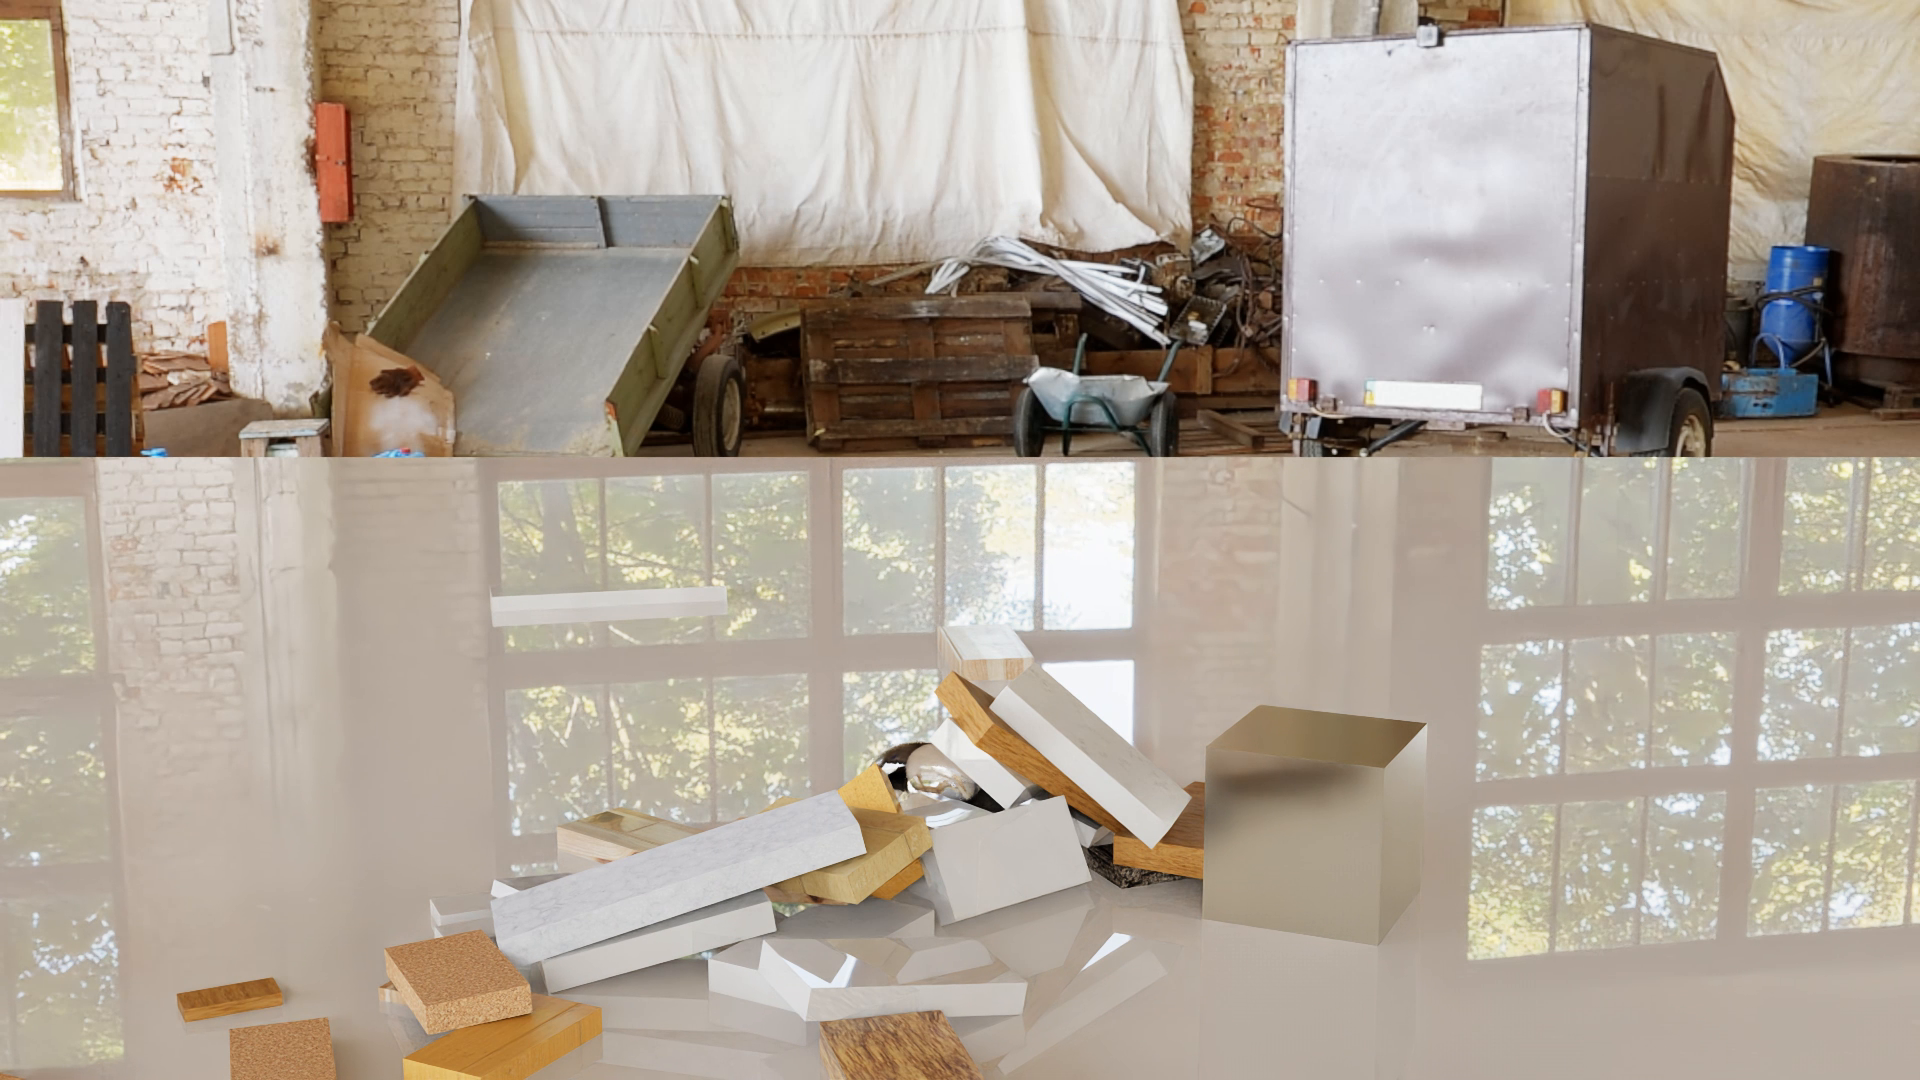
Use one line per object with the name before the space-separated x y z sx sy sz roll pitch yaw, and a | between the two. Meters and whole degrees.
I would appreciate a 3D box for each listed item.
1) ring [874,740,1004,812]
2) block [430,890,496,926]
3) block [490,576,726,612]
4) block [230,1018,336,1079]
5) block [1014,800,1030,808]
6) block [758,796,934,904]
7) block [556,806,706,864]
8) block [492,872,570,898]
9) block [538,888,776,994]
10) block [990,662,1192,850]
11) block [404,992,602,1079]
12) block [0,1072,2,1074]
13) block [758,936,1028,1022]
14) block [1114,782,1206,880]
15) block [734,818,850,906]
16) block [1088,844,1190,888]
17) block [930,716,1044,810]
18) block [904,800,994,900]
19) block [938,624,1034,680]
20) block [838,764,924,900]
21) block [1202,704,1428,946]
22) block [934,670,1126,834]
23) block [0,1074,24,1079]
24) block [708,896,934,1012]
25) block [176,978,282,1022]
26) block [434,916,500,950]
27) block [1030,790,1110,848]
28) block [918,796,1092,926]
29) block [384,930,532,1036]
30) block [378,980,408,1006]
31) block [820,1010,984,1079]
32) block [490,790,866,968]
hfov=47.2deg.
ring | -0.039 0.449 3.842 0.265 0.265 0.088 3 48 15
block | -0.763 0.596 3.570 0.175 0.025 0.087 -5 11 -24
block | -0.952 0.144 5.959 0.624 0.040 0.141 -3 11 -14
block | -0.900 0.709 2.925 0.131 0.037 0.262 -4 11 -18
block | 0.131 0.477 4.165 0.141 0.040 0.283 0 11 2
block | -0.225 0.488 3.488 0.347 0.049 0.174 1 26 46
block | -0.550 0.534 3.854 0.299 0.042 0.149 9 14 39
block | -0.666 0.571 3.570 0.087 0.025 0.175 16 5 32
block | -0.473 0.592 3.366 0.350 0.050 0.175 -13 14 -16
block | 0.223 0.361 3.723 0.356 0.050 0.178 41 19 7
block | -0.623 0.693 3.015 0.131 0.037 0.262 5 12 27
block | -1.310 0.730 2.864 0.068 0.019 0.136 0 11 0
block | -0.096 0.627 3.154 0.344 0.049 0.172 5 11 -29
block | 0.422 0.501 3.817 0.178 0.050 0.356 6 12 28
block | -0.277 0.523 3.599 0.350 0.050 0.175 -5 23 37
block | 0.360 0.549 3.794 0.250 0.035 0.125 -5 12 -24
block | 0.065 0.373 3.786 0.174 0.049 0.347 41 7 11
block | -0.019 0.522 3.687 0.128 0.128 0.128 -8 13 -38
block | 0.058 0.267 5.268 0.178 0.050 0.356 -2 11 -8
block | -0.146 0.493 3.649 0.125 0.035 0.250 -36 38 6
block | 0.582 0.457 3.594 0.288 0.288 0.288 5 12 24
block | 0.142 0.374 3.779 0.416 0.049 0.172 35 8 -36
block | -1.234 0.740 2.692 0.145 0.041 0.291 11 13 11
block | -0.206 0.624 3.353 0.175 0.050 0.350 6 12 31
block | -1.061 0.668 3.197 0.136 0.019 0.068 -6 12 -28
block | -0.727 0.618 3.452 0.175 0.025 0.087 -6 12 -28
block | 0.207 0.484 3.915 0.125 0.035 0.250 26 8 14
block | 0.072 0.524 3.610 0.299 0.149 0.042 -9 -14 -40
block | -0.725 0.632 3.165 0.145 0.041 0.291 -8 9 -24
block | -0.793 0.655 3.266 0.068 0.019 0.136 4 11 23
block | -0.067 0.712 2.879 0.172 0.049 0.344 -3 11 -14
block | -0.432 0.515 3.361 0.559 0.049 0.174 -17 15 -11
